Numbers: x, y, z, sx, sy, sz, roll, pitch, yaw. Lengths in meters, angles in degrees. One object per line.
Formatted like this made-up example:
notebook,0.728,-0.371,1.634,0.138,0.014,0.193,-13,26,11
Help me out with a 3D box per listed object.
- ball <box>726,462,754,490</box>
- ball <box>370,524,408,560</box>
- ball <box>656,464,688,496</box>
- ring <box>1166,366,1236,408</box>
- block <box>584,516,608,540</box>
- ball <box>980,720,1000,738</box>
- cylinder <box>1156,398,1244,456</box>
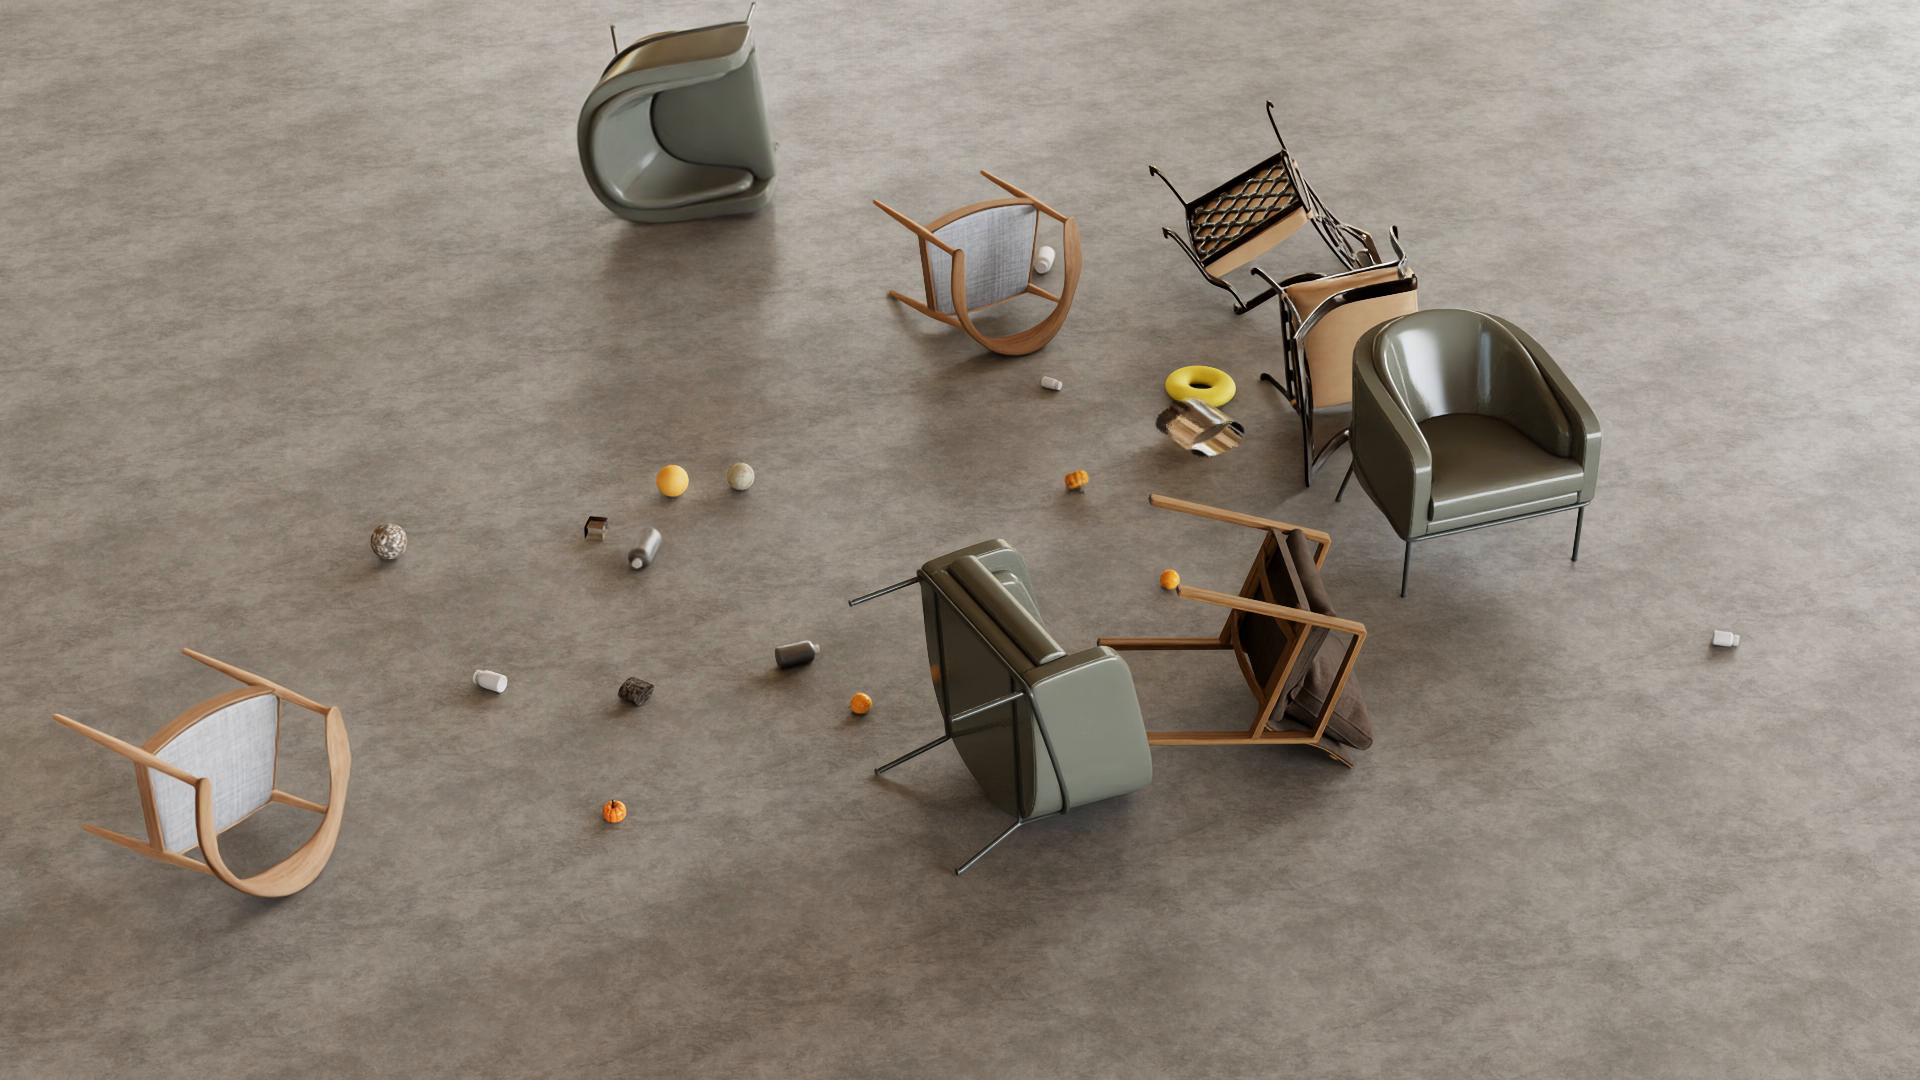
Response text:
ball,-0.839,-0.243,11.218,0.106,0.106,0.106,0,33,0
ball,-2.106,0.005,10.815,0.134,0.134,0.134,0,33,0
ball,-1.096,-0.225,11.175,0.122,0.122,0.122,0,33,0
ring,0.970,-0.618,11.820,0.282,0.068,0.295,-15,35,-23
block,-1.359,-0.044,10.963,0.070,0.052,0.081,5,34,8
ball,0.103,0.638,9.917,0.065,0.065,0.065,0,33,0
cylinder,0.939,-0.441,11.487,0.272,0.137,0.217,-16,36,-32
